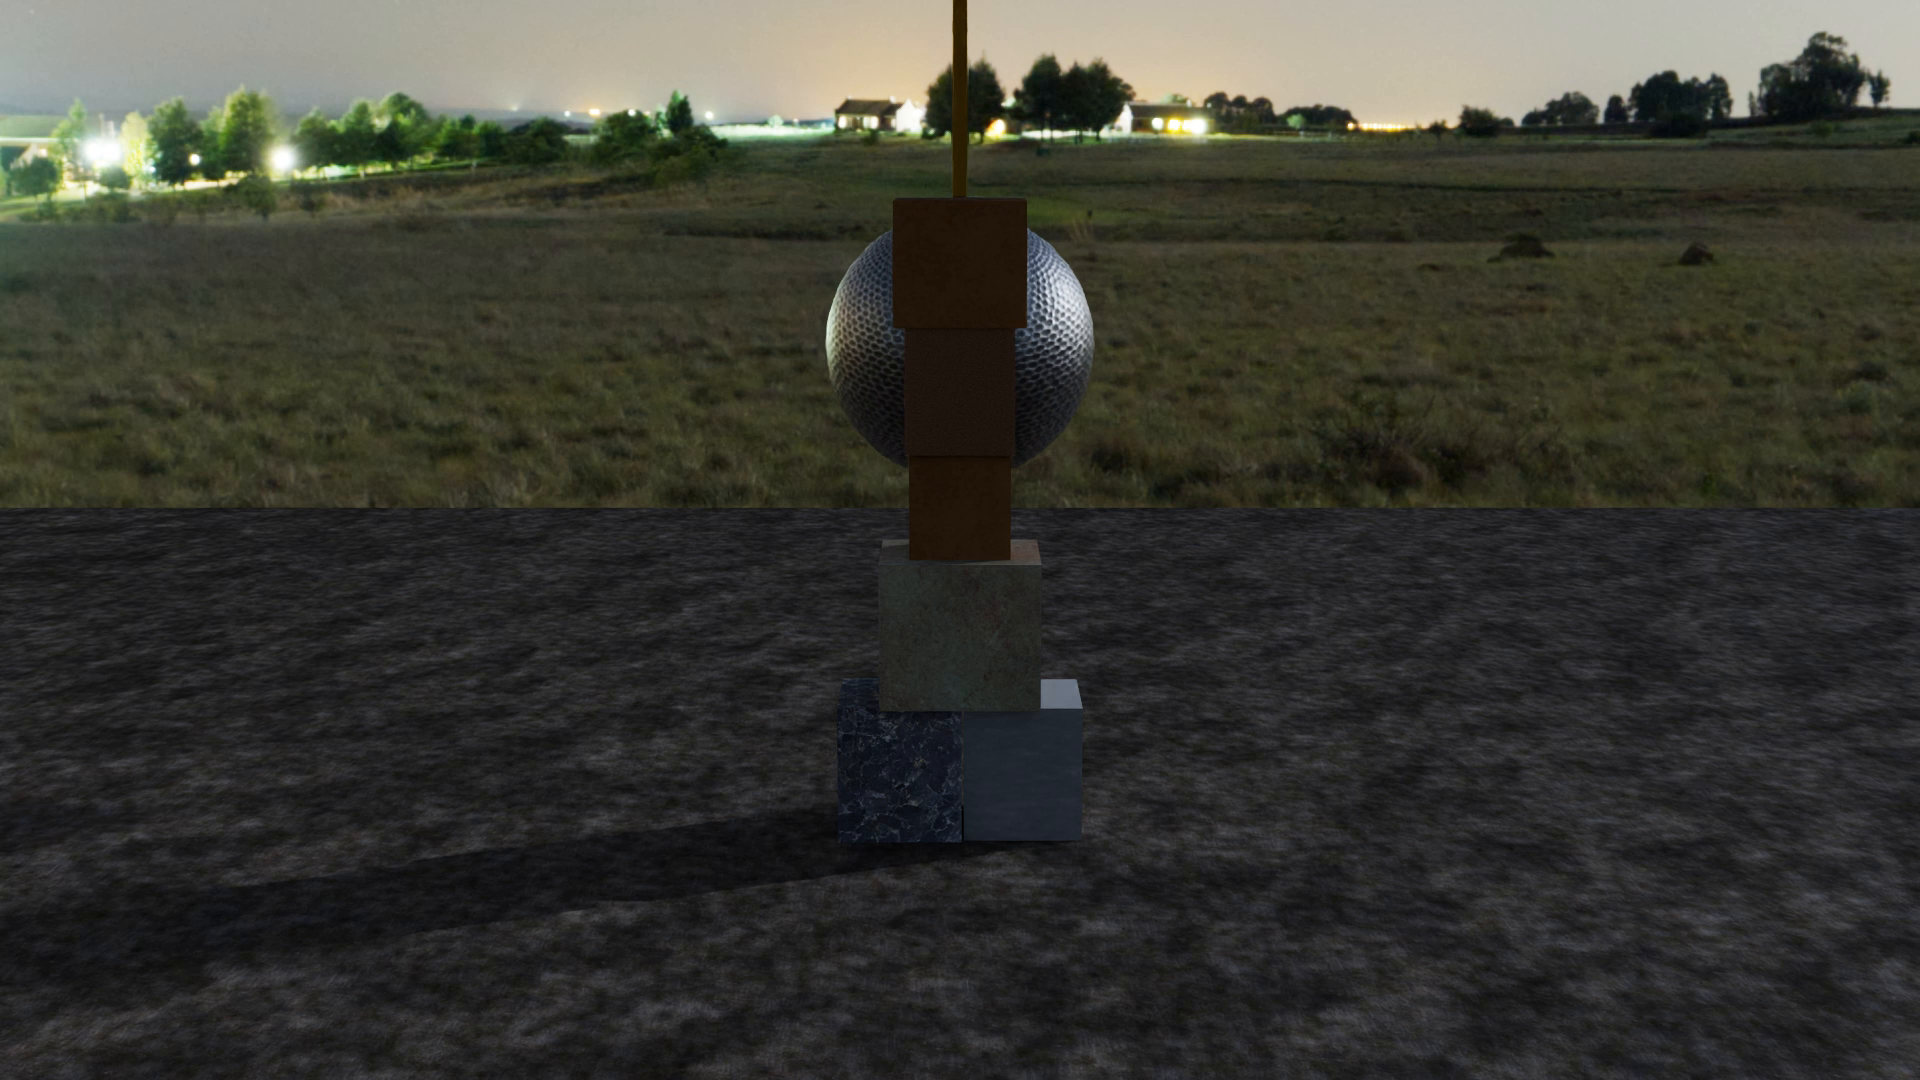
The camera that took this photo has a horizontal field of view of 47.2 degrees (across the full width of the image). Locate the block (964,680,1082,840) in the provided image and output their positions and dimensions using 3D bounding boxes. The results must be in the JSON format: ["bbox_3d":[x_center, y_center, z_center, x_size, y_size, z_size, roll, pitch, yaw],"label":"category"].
[{"bbox_3d":[0.318,1.132,11.405,0.598,0.692,0.606,0,10,0],"label":"block"}]

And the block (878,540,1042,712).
[{"bbox_3d":[0.000,0.426,11.244,0.805,0.743,0.704,0,10,0],"label":"block"}]

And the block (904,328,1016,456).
[{"bbox_3d":[0.000,-0.777,11.047,0.541,0.629,0.568,0,10,0],"label":"block"}]

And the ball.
[{"bbox_3d":[0.000,-1.155,13.079,1.600,1.600,1.600,0,10,0],"label":"ball"}]

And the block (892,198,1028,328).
[{"bbox_3d":[0.000,-1.381,10.911,0.652,0.609,0.539,0,10,0],"label":"block"}]

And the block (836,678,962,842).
[{"bbox_3d":[-0.304,1.132,11.387,0.625,0.698,0.631,0,10,0],"label":"block"}]

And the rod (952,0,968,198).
[{"bbox_3d":[0.000,-4.084,11.351,0.080,5.200,0.080,0,31,0],"label":"rod"}]

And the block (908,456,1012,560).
[{"bbox_3d":[0.000,-0.202,11.132,0.505,0.532,0.431,0,10,0],"label":"block"}]
